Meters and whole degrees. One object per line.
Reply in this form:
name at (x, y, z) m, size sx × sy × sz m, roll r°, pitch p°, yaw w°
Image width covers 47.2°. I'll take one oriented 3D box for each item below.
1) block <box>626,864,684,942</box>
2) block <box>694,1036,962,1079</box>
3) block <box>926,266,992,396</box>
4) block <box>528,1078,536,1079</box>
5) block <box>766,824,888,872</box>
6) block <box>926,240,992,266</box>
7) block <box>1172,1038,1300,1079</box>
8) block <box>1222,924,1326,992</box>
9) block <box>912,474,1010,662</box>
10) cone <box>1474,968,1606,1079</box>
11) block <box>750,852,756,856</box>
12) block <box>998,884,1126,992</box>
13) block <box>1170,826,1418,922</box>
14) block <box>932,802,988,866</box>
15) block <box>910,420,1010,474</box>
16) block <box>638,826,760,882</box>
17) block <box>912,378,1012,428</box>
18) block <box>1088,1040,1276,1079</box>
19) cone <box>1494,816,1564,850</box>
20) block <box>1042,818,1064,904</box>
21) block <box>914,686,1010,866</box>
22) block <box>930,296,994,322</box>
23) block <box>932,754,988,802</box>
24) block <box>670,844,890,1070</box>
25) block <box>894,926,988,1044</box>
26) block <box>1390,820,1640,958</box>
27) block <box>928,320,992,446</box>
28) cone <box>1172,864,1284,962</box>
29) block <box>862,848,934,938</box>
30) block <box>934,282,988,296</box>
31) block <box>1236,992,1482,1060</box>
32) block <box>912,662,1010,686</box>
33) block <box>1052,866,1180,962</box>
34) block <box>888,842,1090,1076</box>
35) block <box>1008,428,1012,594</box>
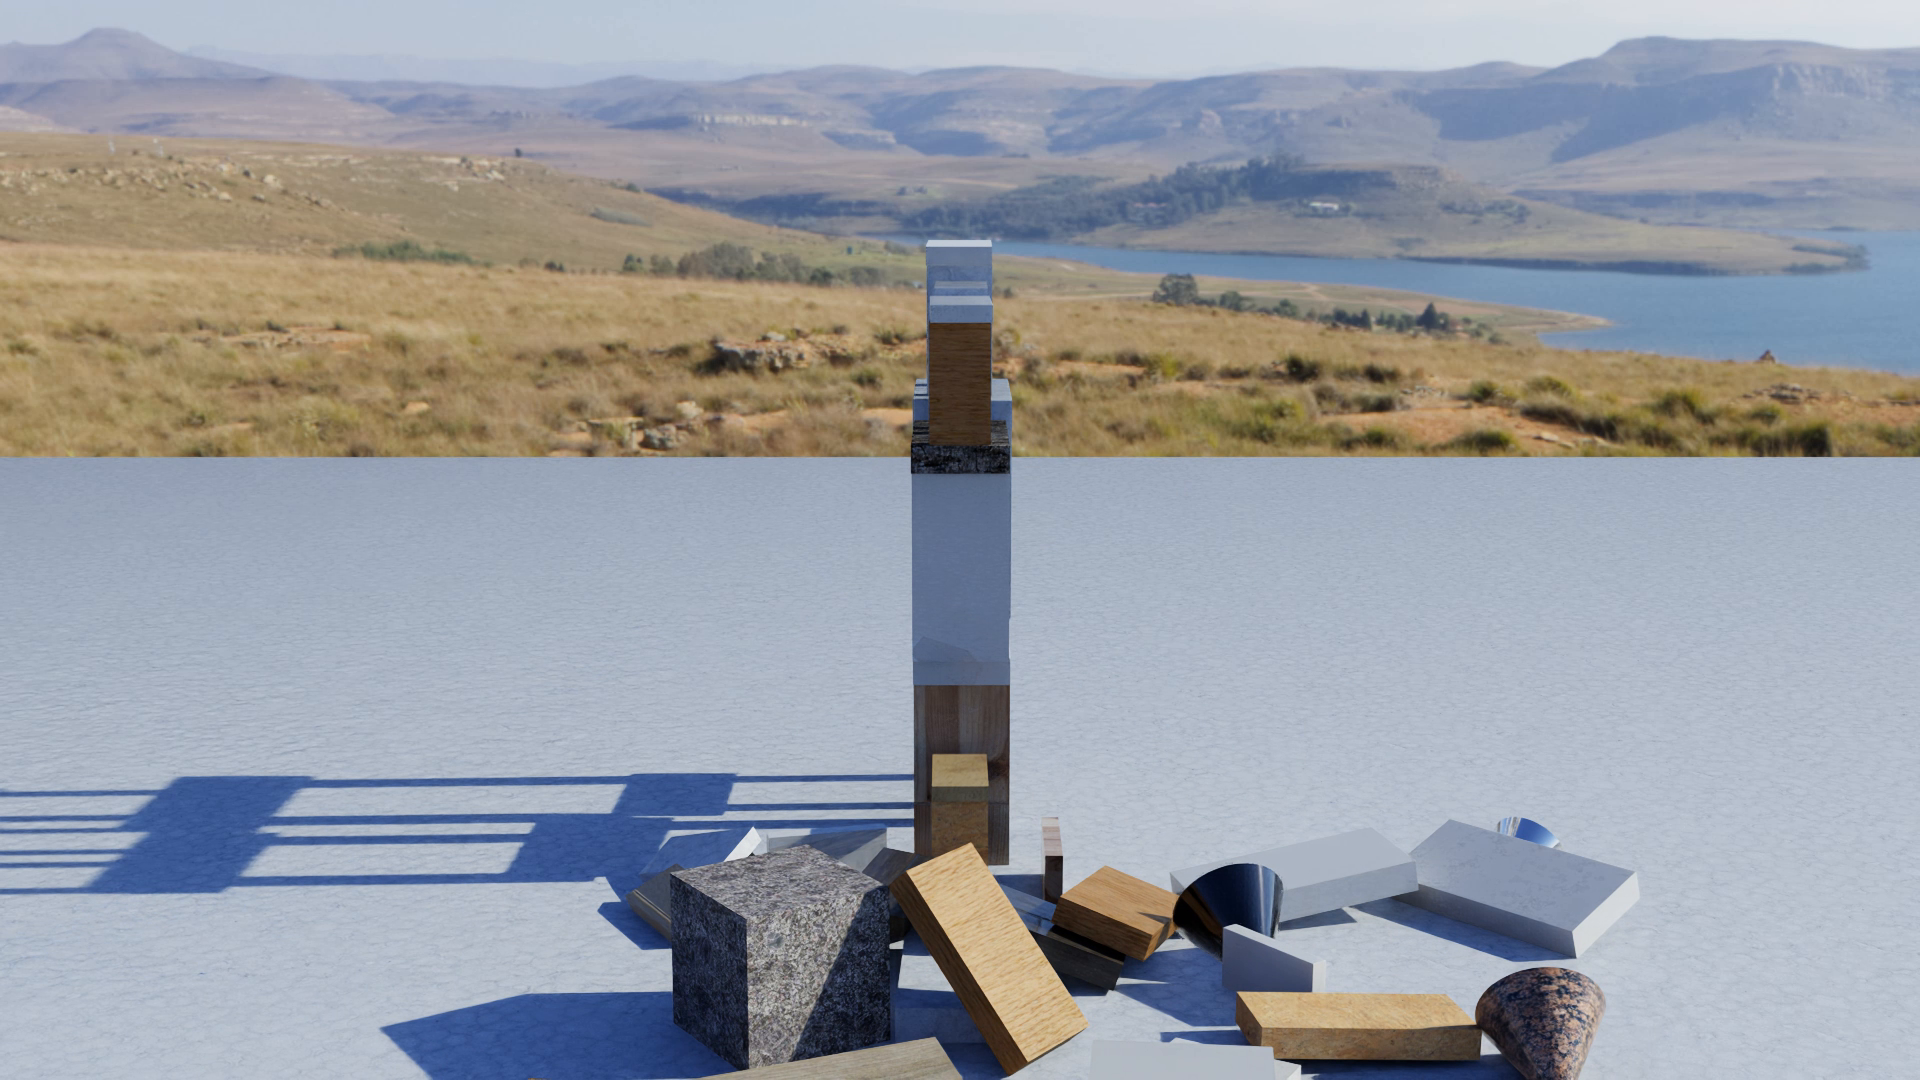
block at (-0.452, 0.584, 3.522) m, size 0.100 × 0.028 × 0.200 m, roll -31°, pitch 23°, yaw -22°
block at (-0.316, 0.729, 2.715) m, size 0.676 × 0.042 × 0.149 m, roll -5°, pitch 25°, yaw -23°
block at (-0.001, -0.380, 3.974) m, size 0.118 × 0.236 × 0.033 m, roll 0°, pitch 11°, yaw 0°
block at (-0.500, 0.730, 2.859) m, size 0.148 × 0.021 × 0.074 m, roll 1°, pitch 11°, yaw 7°
block at (-0.223, 0.535, 3.690) m, size 0.200 × 0.100 × 0.028 m, roll -3°, pitch 11°, yaw -14°
block at (-0.001, -0.527, 4.027) m, size 0.118 × 0.033 × 0.236 m, roll 0°, pitch 11°, yaw 0°
block at (0.353, 0.712, 2.941) m, size 0.183 × 0.026 × 0.091 m, roll 6°, pitch 12°, yaw 30°
block at (0.455, 0.631, 3.201) m, size 0.026 × 0.091 × 0.183 m, roll -8°, pitch 13°, yaw -36°
block at (0.001, 0.041, 3.679) m, size 0.162 × 0.324 × 0.046 m, roll 0°, pitch 11°, yaw 0°
cone at (0.784, 0.691, 2.912) m, size 0.175 × 0.175 × 0.175 m, roll 0°, pitch 37°, yaw 2°
block at (-0.355, 0.570, 3.548) m, size 0.113 × 0.032 × 0.226 m, roll -33°, pitch 20°, yaw -12°
block at (0.102, 0.583, 3.321) m, size 0.304 × 0.043 × 0.152 m, roll 20°, pitch 10°, yaw 6°
block at (0.541, 0.555, 3.577) m, size 0.357 × 0.051 × 0.179 m, roll -11°, pitch 12°, yaw -11°
block at (0.000, 0.508, 3.607) m, size 0.092 × 0.184 × 0.026 m, roll 0°, pitch 11°, yaw 0°
block at (0.000, -0.161, 3.751) m, size 0.162 × 0.046 × 0.324 m, roll 0°, pitch 11°, yaw 0°
block at (-0.435, 0.529, 3.668) m, size 0.200 × 0.028 × 0.100 m, roll -12°, pitch 25°, yaw 39°
block at (0.004, -0.255, 4.084) m, size 0.177 × 0.050 × 0.354 m, roll 0°, pitch 11°, yaw 0°
block at (0.248, 0.706, 2.474) m, size 0.208 × 0.208 × 0.208 m, roll 1°, pitch 11°, yaw 6°
cone at (0.924, 0.557, 3.680) m, size 0.133 × 0.133 × 0.133 m, roll 9°, pitch 41°, yaw 41°
block at (0.152, 0.541, 3.657) m, size 0.029 × 0.101 × 0.203 m, roll 0°, pitch 11°, yaw 0°
block at (0.003, 0.398, 3.803) m, size 0.165 × 0.329 × 0.047 m, roll 0°, pitch 11°, yaw 0°
block at (0.001, -0.382, 3.634) m, size 0.101 × 0.029 × 0.202 m, roll 0°, pitch 11°, yaw -1°
block at (0.000, 0.394, 3.647) m, size 0.092 × 0.026 × 0.184 m, roll 0°, pitch 11°, yaw 0°
block at (-0.253, 0.584, 3.087) m, size 0.224 × 0.224 × 0.224 m, roll -7°, pitch 13°, yaw -33°
block at (0.003, 0.644, 3.239) m, size 0.179 × 0.051 × 0.357 m, roll 0°, pitch 11°, yaw 1°
block at (0.889, 0.558, 3.552) m, size 0.179 × 0.051 × 0.357 m, roll -31°, pitch 27°, yaw -33°
block at (0.000, -0.257, 3.590) m, size 0.101 × 0.202 × 0.029 m, roll 0°, pitch 11°, yaw 0°
cone at (0.433, 0.615, 3.315) m, size 0.179 × 0.179 × 0.179 m, roll -3°, pitch 37°, yaw -14°
block at (-0.103, 0.541, 3.392) m, size 0.113 × 0.032 × 0.226 m, roll 9°, pitch 17°, yaw 16°
block at (0.002, -0.431, 3.826) m, size 0.091 × 0.026 × 0.183 m, roll 0°, pitch 11°, yaw 0°
block at (0.548, 0.671, 3.041) m, size 0.304 × 0.043 × 0.152 m, roll 2°, pitch 6°, yaw -6°
block at (0.003, 0.193, 3.877) m, size 0.165 × 0.047 × 0.329 m, roll 0°, pitch 11°, yaw 0°
block at (0.253, 0.574, 3.399) m, size 0.149 × 0.042 × 0.299 m, roll 21°, pitch 7°, yaw 16°
block at (0.041, 0.576, 3.046) m, size 0.043 × 0.304 × 0.152 m, roll -44°, pitch -18°, yaw 34°
block at (0.004, -0.035, 4.005) m, size 0.177 × 0.354 × 0.050 m, roll 0°, pitch 11°, yaw 0°
